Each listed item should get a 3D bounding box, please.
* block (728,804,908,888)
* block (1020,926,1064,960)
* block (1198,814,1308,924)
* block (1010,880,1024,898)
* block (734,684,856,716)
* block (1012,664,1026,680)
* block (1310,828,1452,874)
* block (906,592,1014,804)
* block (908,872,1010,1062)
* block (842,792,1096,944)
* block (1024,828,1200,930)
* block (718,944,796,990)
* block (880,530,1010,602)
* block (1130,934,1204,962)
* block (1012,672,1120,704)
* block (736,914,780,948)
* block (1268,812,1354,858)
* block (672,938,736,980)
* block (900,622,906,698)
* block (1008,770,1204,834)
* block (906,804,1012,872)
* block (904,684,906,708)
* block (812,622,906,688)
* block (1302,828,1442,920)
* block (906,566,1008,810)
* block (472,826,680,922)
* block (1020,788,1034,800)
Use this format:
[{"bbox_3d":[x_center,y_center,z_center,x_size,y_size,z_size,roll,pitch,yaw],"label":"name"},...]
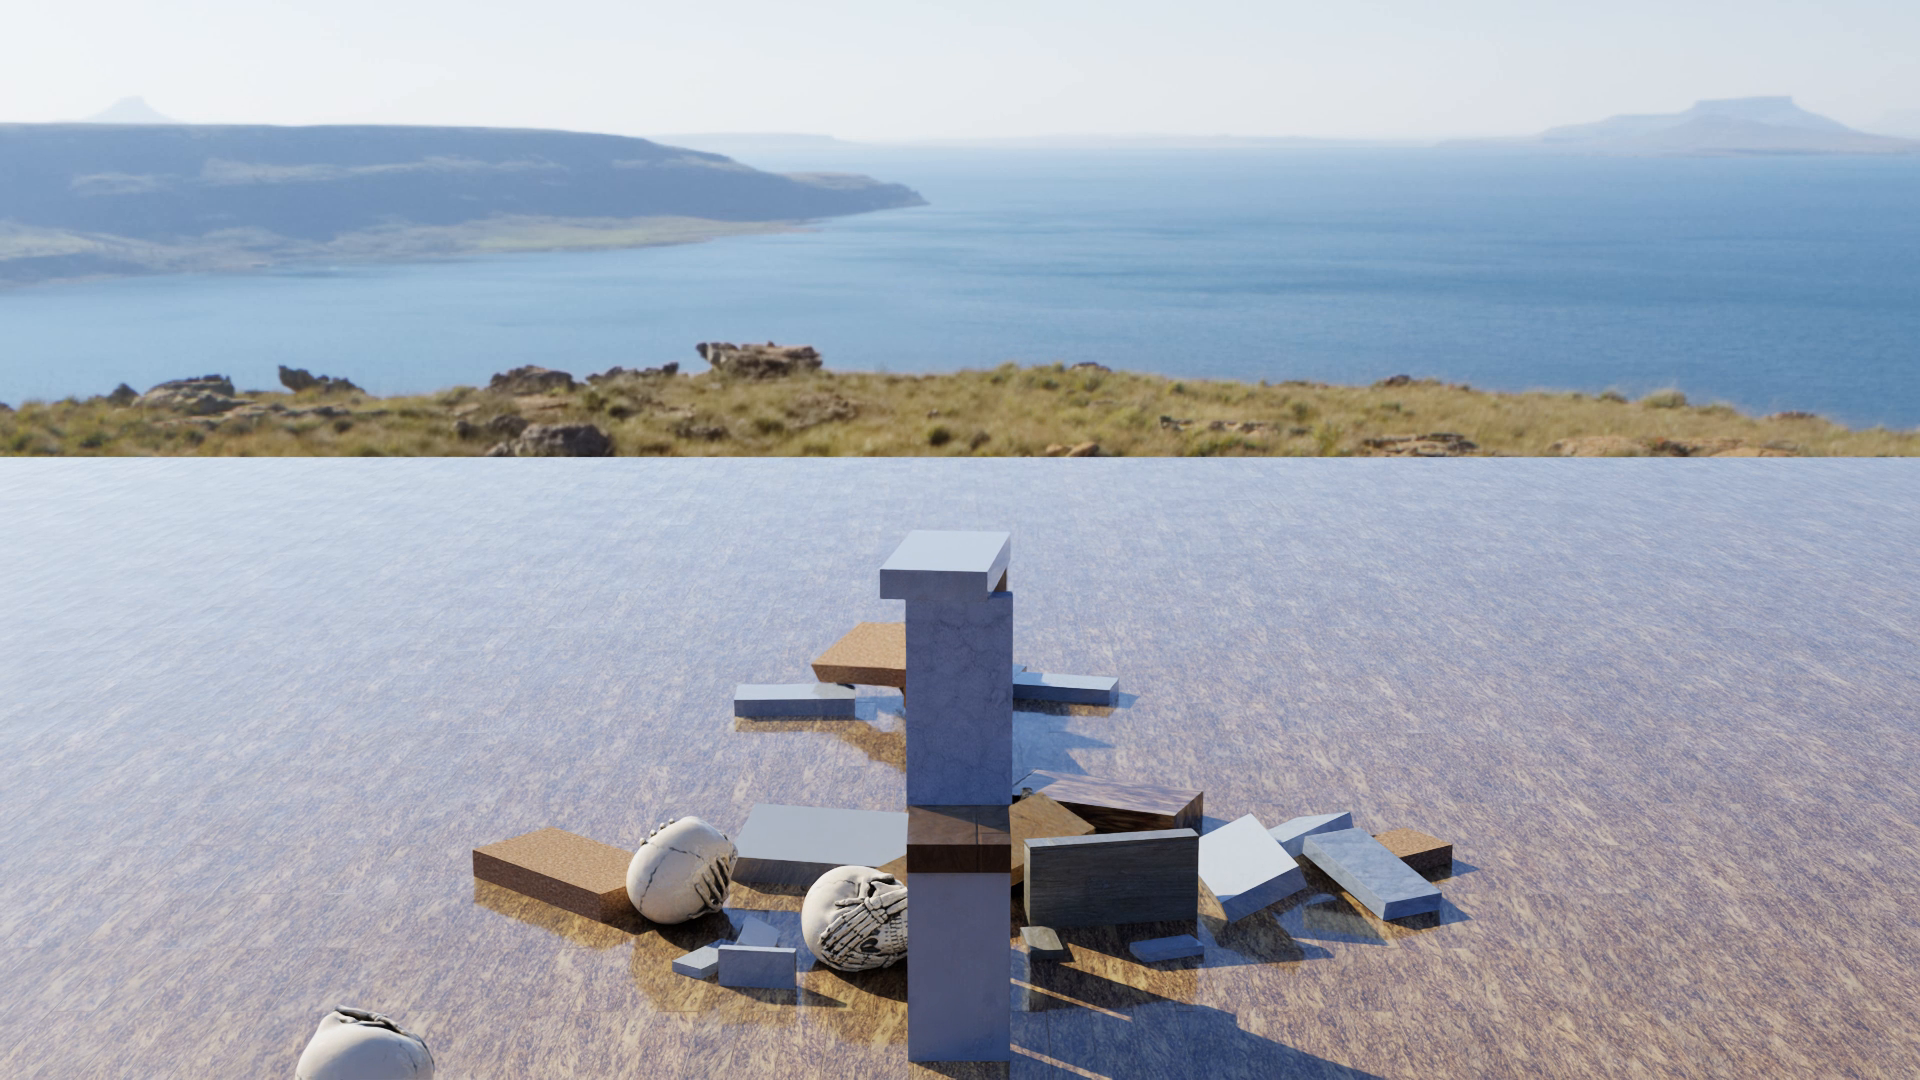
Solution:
[{"bbox_3d":[-0.169,0.528,3.757,0.419,0.048,0.169,2,26,12],"label":"block"},{"bbox_3d":[0.127,0.627,3.428,0.051,0.015,0.103,-1,11,-7],"label":"block"},{"bbox_3d":[0.468,0.544,3.663,0.140,0.040,0.279,-25,13,-3],"label":"block"},{"bbox_3d":[0.203,0.557,3.739,0.279,0.040,0.139,-2,11,-10],"label":"block"},{"bbox_3d":[-0.362,0.352,4.848,0.262,0.037,0.131,0,11,-2],"label":"block"},{"bbox_3d":[0.072,0.324,5.012,0.114,0.032,0.228,3,11,14],"label":"block"},{"bbox_3d":[0.730,0.548,3.809,0.228,0.032,0.114,-7,13,-33],"label":"block"},{"bbox_3d":[-0.001,0.222,3.088,0.149,0.298,0.042,0,11,0],"label":"block"},{"bbox_3d":[-0.001,0.572,3.001,0.139,0.279,0.040,0,11,0],"label":"block"},{"bbox_3d":[0.021,0.533,3.623,0.453,0.037,0.131,-19,37,-41],"label":"block"},{"bbox_3d":[0.243,0.545,3.532,0.279,0.140,0.040,-2,11,-12],"label":"block"},{"bbox_3d":[-0.301,0.635,3.269,0.115,0.058,0.016,1,11,7],"label":"block"},{"bbox_3d":[-0.017,0.035,3.164,0.149,0.042,0.298,1,11,7],"label":"block"},{"bbox_3d":[0.320,0.632,3.404,0.103,0.015,0.051,-4,11,-20],"label":"block"},{"bbox_3d":[0.236,0.333,4.963,0.228,0.032,0.114,3,11,15],"label":"block"},{"bbox_3d":[-0.314,0.619,3.402,0.058,0.016,0.115,28,10,-4],"label":"block"},{"bbox_3d":[0.581,0.523,3.853,0.114,0.032,0.228,-13,-1,41],"label":"block"},{"bbox_3d":[-0.379,0.639,3.359,0.058,0.016,0.115,7,13,34],"label":"block"},{"bbox_3d":[-0.063,0.252,4.930,0.172,0.049,0.344,-20,20,1],"label":"block"},{"bbox_3d":[0.263,0.490,4.078,0.338,0.048,0.169,5,11,24],"label":"block"},{"bbox_3d":[-0.001,0.399,3.064,0.139,0.040,0.279,0,11,0],"label":"block"},{"bbox_3d":[-0.012,0.328,4.555,0.165,0.047,0.330,-1,-6,6],"label":"block"},{"bbox_3d":[-0.139,0.252,4.856,0.403,0.049,0.172,-1,31,49],"label":"block"},{"bbox_3d":[0.683,0.553,3.655,0.114,0.032,0.228,-5,24,-26],"label":"block"},{"bbox_3d":[-0.004,0.221,3.296,0.149,0.372,0.042,1,10,4],"label":"block"},{"bbox_3d":[-0.647,0.560,3.702,0.338,0.048,0.169,9,14,41],"label":"block"},{"bbox_3d":[0.117,0.497,3.851,0.016,0.115,0.058,2,10,-9],"label":"block"}]
